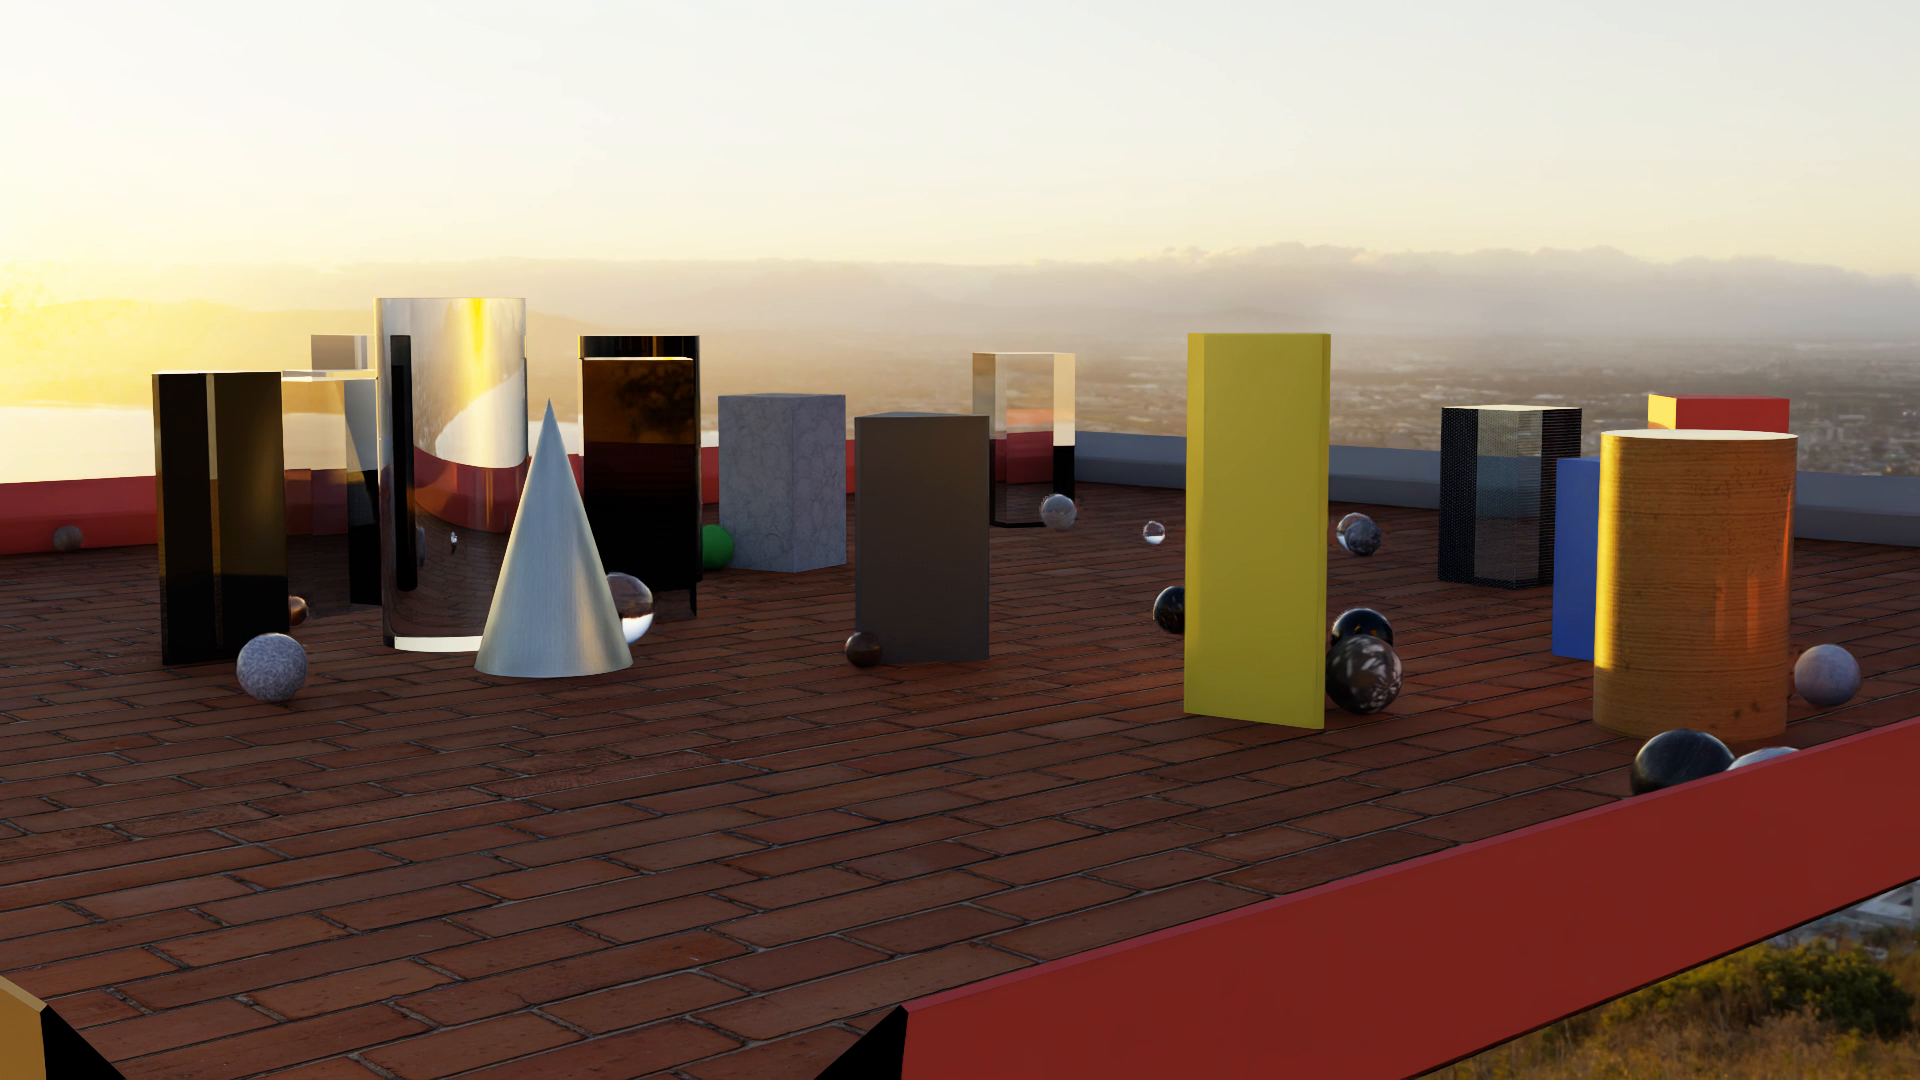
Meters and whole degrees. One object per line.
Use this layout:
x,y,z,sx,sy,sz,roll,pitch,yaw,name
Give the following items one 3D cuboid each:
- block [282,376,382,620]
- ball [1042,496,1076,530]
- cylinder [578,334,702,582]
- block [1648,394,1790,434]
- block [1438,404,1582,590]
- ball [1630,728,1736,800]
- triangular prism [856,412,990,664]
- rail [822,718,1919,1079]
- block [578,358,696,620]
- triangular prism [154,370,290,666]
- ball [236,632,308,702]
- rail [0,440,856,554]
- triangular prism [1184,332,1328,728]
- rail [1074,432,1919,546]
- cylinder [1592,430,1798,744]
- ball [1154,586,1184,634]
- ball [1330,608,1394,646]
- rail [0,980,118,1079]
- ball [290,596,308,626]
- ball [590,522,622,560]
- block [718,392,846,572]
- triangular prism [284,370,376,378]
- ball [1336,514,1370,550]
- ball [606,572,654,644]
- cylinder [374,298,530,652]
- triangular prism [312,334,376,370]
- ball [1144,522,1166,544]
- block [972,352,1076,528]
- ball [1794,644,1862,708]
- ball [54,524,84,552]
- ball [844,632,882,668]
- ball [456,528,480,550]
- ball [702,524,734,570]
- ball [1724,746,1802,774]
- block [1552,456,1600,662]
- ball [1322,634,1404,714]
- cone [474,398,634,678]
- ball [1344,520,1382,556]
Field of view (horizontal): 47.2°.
-0.965,-0.067,3.271,0.158,0.344,0.158,3,7,28,block
0.201,-0.056,4.475,0.071,0.071,0.071,0,6,0,ball
-0.525,-0.134,3.621,0.198,0.404,0.198,0,6,0,cylinder
1.105,-0.050,3.224,0.158,0.319,0.158,0,6,4,block
0.902,-0.074,3.610,0.158,0.286,0.158,-4,7,-37,block
0.618,0.206,1.873,0.091,0.091,0.091,0,6,0,ball
-0.064,-0.007,2.851,0.171,0.312,0.148,-1,6,-14,triangular prism
1.138,0.161,2.105,3.786,0.129,0.045,-5,8,-42,rail
-0.477,-0.079,3.238,0.158,0.374,0.158,-1,6,-12,block
-0.991,-0.036,2.859,0.148,0.366,0.171,6,8,45,triangular prism
-0.786,0.145,2.513,0.078,0.078,0.078,0,6,0,ball
-1.138,-0.095,4.559,3.786,0.129,0.045,-5,8,-42,rail
0.362,-0.018,2.436,0.171,0.420,0.148,5,7,37,triangular prism
1.374,-0.098,4.593,0.045,0.129,3.405,-5,8,-42,rail
0.782,0.044,2.345,0.198,0.314,0.198,0,6,0,cylinder
0.301,0.096,3.030,0.068,0.068,0.068,0,6,0,ball
0.499,0.123,2.731,0.077,0.077,0.077,0,6,0,ball
-1.374,0.165,2.071,0.045,0.129,3.405,-5,8,-42,rail
-0.946,0.100,3.111,0.044,0.044,0.044,0,6,0,ball
-0.639,0.002,3.922,0.070,0.070,0.070,0,6,0,ball
-0.309,-0.104,3.841,0.158,0.298,0.158,4,7,32,block
-1.025,-0.113,3.699,0.148,0.345,0.171,-5,8,-42,triangular prism
0.734,-0.014,4.071,0.072,0.072,0.072,0,6,0,ball
-0.456,0.092,2.919,0.099,0.099,0.099,0,6,0,ball
-0.679,-0.093,2.954,0.198,0.461,0.198,0,6,0,cylinder
-1.058,-0.171,3.989,0.171,0.401,0.148,6,8,43,triangular prism
0.372,-0.013,4.205,0.042,0.042,0.042,0,6,0,ball
0.132,-0.212,4.594,0.158,0.357,0.158,-3,7,-26,block
0.976,0.153,2.474,0.071,0.071,0.071,0,6,0,ball
-1.646,-0.002,4.059,0.051,0.051,0.051,0,6,0,ball
-0.121,0.137,2.747,0.046,0.046,0.046,0,6,0,ball
-0.919,-0.002,4.108,0.041,0.041,0.041,0,6,0,ball
-0.428,0.013,3.772,0.079,0.079,0.079,0,6,0,ball
0.655,0.214,1.759,0.098,0.098,0.098,0,6,0,ball
0.879,0.024,2.825,0.158,0.254,0.158,-4,7,-36,block
0.445,0.148,2.433,0.089,0.089,0.089,0,6,0,ball
-0.512,-0.011,2.759,0.198,0.337,0.198,0,6,0,cone
0.735,-0.004,4.003,0.066,0.066,0.066,0,6,0,ball
